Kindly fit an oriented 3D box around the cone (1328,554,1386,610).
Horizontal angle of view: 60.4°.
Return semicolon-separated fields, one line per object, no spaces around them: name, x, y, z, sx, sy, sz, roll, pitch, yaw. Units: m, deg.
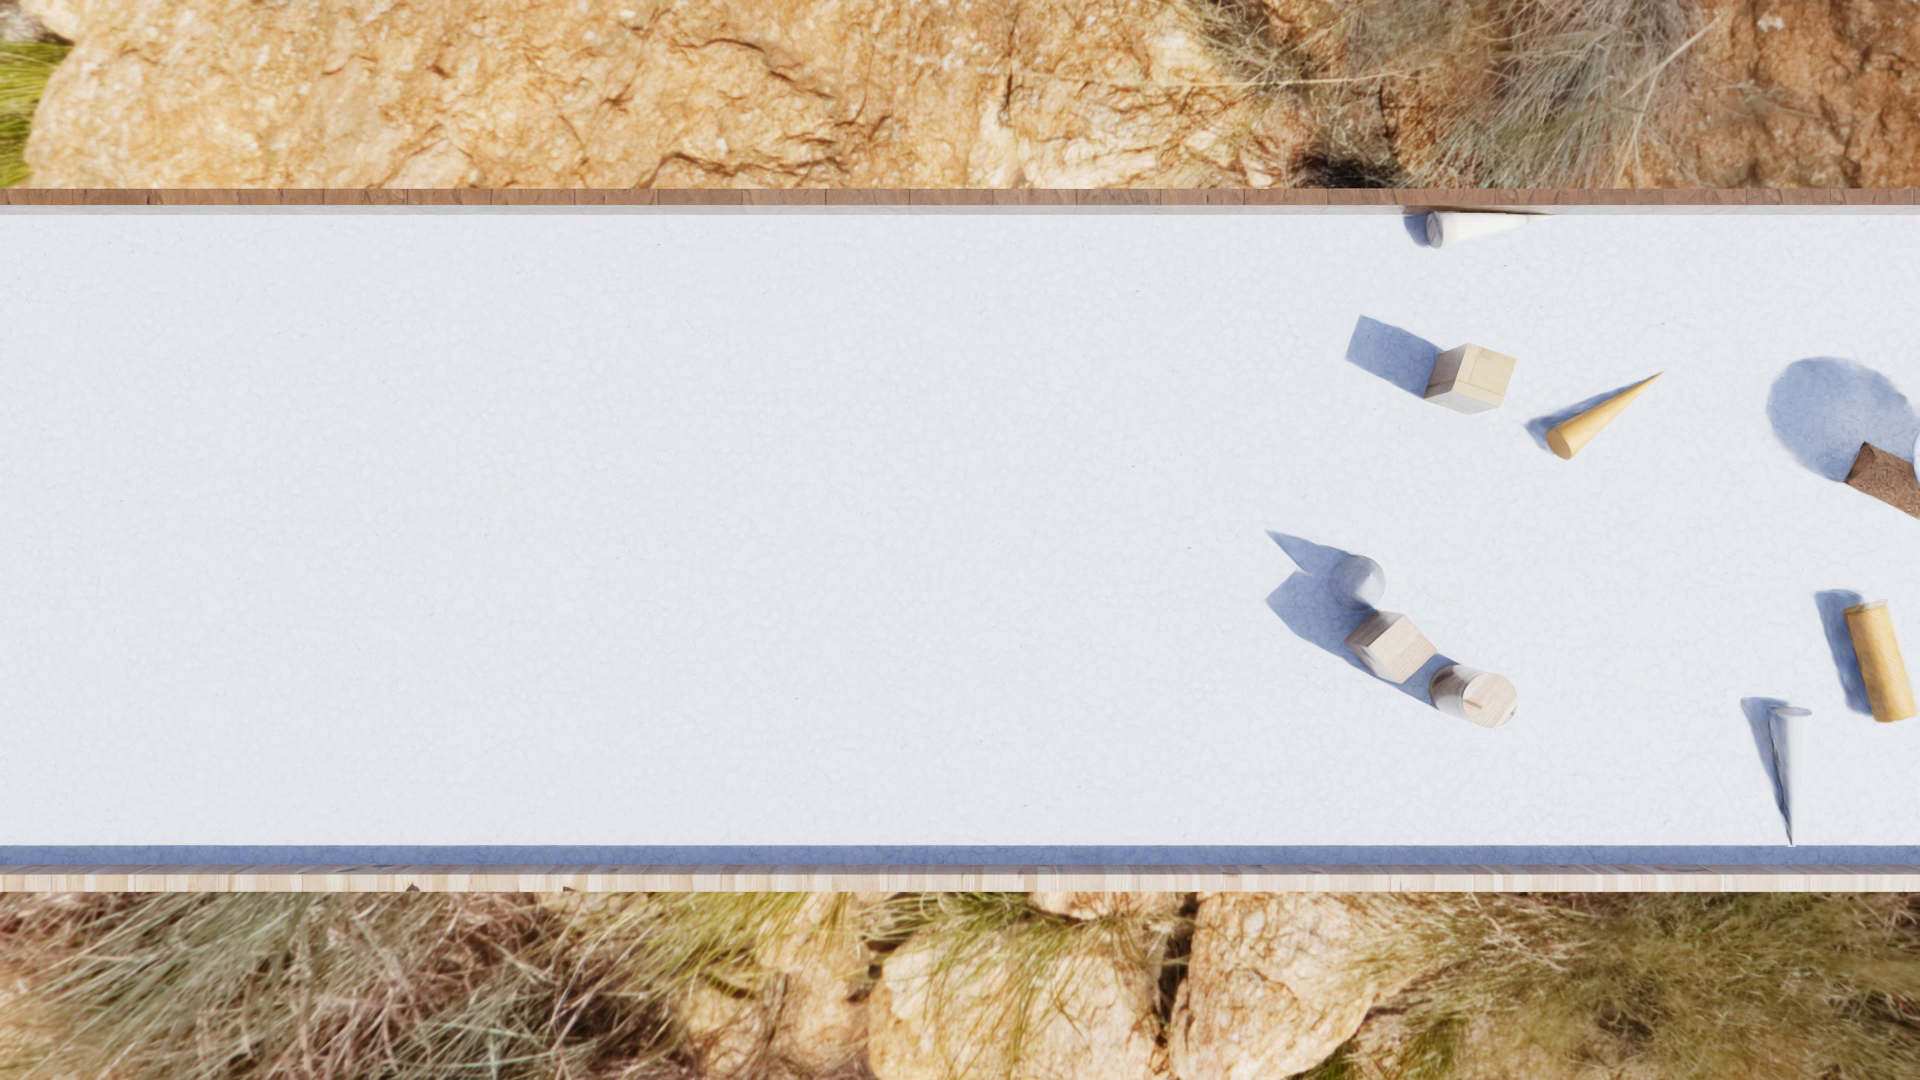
cone;1.202;0.113;4.906;0.172;0.317;0.172;-1;83;6

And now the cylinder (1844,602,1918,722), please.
cylinder;2.799;0.371;5.017;0.118;0.118;0.349;-16;90;0

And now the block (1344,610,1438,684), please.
block;1.281;0.315;4.923;0.144;0.307;0.144;-42;90;0

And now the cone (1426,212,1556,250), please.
cone;1.646;-0.971;5.048;0.411;0.116;0.116;-8;90;-8

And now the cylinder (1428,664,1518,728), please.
cylinder;1.522;0.461;4.904;0.158;0.345;0.158;0;90;0

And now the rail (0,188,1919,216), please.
rail;-2.247;-1.025;5.002;12.000;0.150;0.050;0;90;0

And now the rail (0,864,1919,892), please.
rail;-2.247;1.025;5.001;12.000;0.150;0.050;0;90;0

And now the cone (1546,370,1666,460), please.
cone;1.999;-0.406;5.049;0.427;0.109;0.109;-34;90;-7

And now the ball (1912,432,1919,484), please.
ball;2.968;-0.239;4.766;0.373;0.373;0.373;0;90;0

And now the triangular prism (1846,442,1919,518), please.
triangular prism;2.928;-0.155;5.010;0.392;0.122;0.141;26;88;0

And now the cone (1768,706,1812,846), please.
cone;2.543;0.740;5.046;0.123;0.123;0.439;-5;98;0

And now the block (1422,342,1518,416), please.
block;1.518;-0.478;4.925;0.149;0.303;0.149;19;90;0
